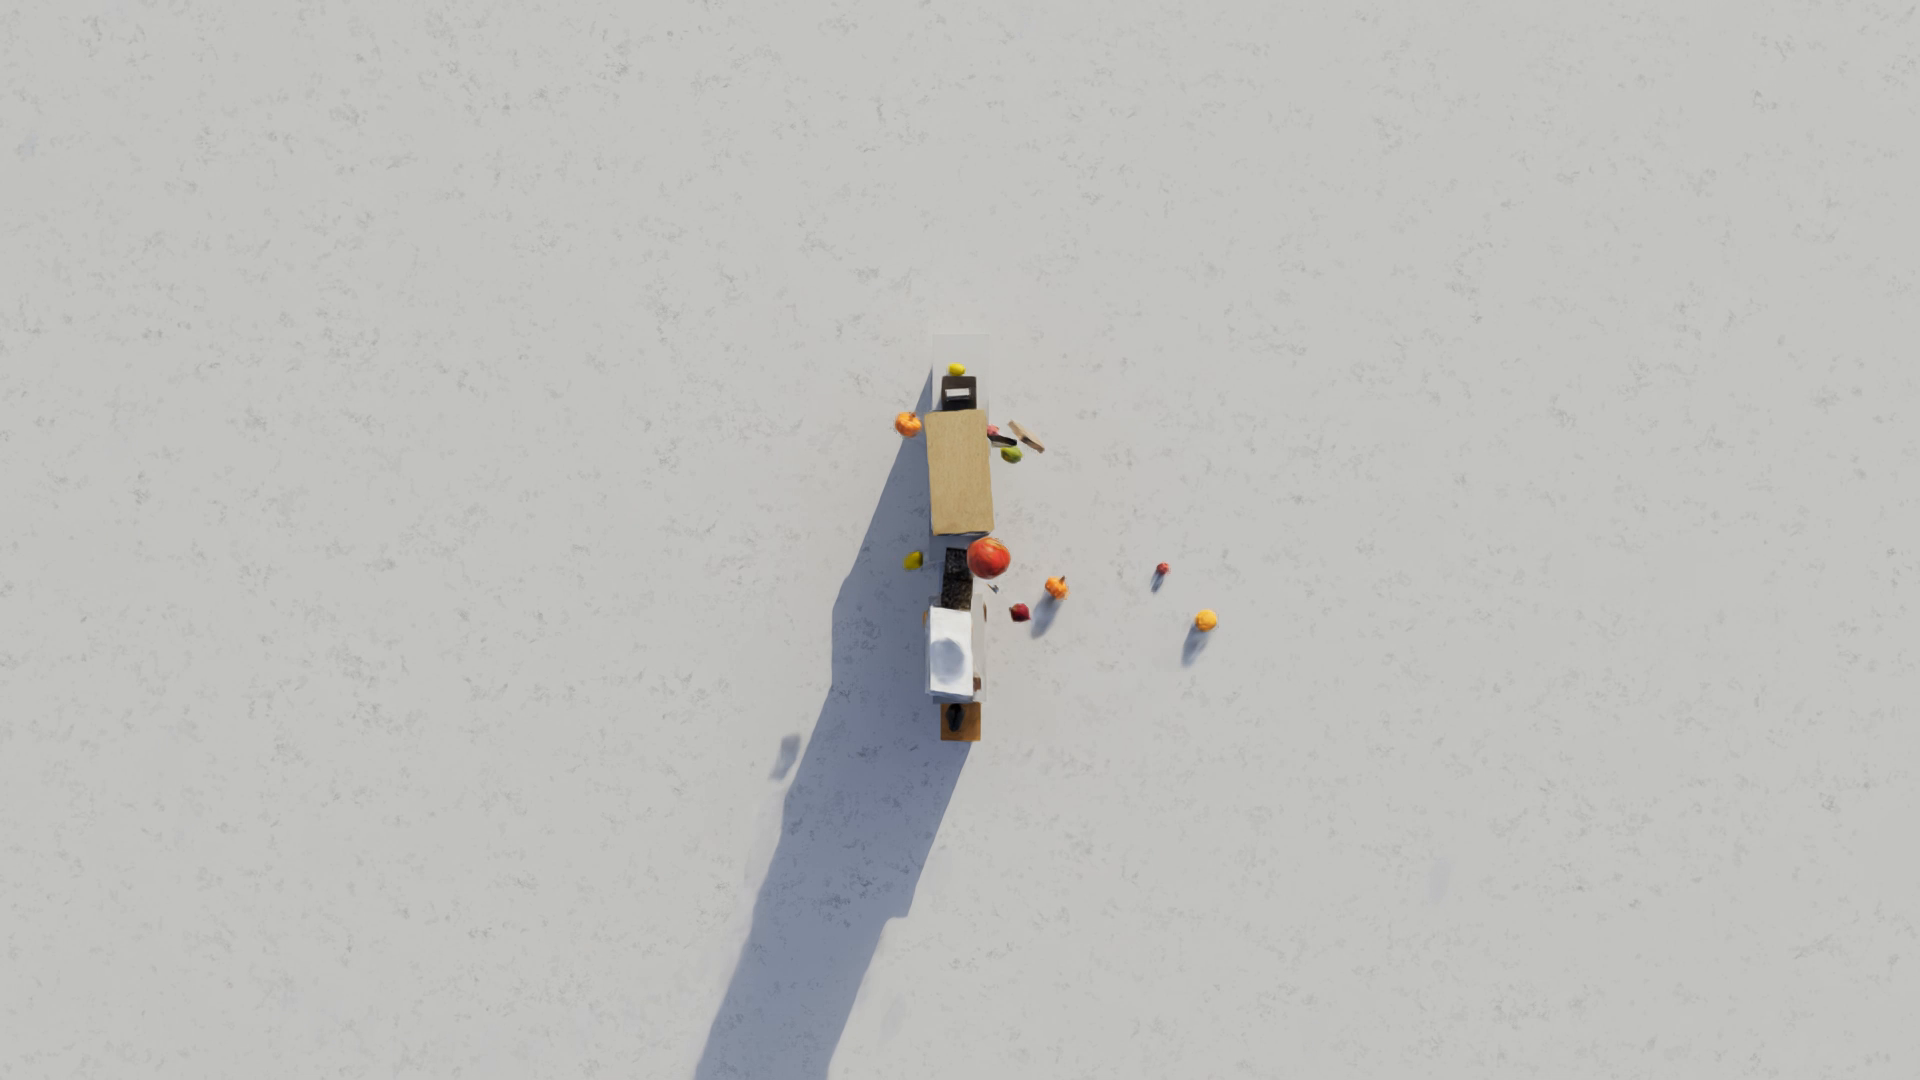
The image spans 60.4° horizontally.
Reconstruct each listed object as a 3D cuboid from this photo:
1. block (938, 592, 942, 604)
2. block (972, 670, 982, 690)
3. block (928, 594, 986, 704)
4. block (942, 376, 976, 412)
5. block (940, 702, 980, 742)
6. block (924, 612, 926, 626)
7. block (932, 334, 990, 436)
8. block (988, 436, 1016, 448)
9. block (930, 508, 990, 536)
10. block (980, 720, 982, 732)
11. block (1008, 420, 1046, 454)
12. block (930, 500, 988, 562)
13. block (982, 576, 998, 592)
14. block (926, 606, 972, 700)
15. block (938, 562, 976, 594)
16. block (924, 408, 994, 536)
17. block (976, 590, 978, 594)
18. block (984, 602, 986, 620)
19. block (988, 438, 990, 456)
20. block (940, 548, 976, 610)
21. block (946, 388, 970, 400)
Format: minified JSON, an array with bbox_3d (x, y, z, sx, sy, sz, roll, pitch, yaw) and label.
[{"bbox_3d":[-0.019,0.166,4.749,0.085,0.196,0.024,-2,90,1],"label":"block"},{"bbox_3d":[-0.002,0.407,4.726,0.122,0.245,0.035,-5,90,0],"label":"block"},{"bbox_3d":[-0.006,0.320,4.871,0.159,0.045,0.318,-2,90,0],"label":"block"},{"bbox_3d":[-0.003,-0.382,4.882,0.101,0.029,0.203,0,90,0],"label":"block"},{"bbox_3d":[0.003,0.508,5.229,0.126,0.036,0.253,1,90,0],"label":"block"},{"bbox_3d":[-0.033,0.237,4.721,0.122,0.245,0.035,2,81,4],"label":"block"},{"bbox_3d":[0.004,-0.460,5.124,0.175,0.050,0.351,0,90,0],"label":"block"},{"bbox_3d":[0.095,-0.288,4.818,0.068,0.136,0.019,10,85,-41],"label":"block"},{"bbox_3d":[0.003,-0.052,4.657,0.165,0.329,0.047,-2,84,0],"label":"block"},{"bbox_3d":[0.004,0.593,5.374,0.126,0.253,0.036,0,90,0],"label":"block"},{"bbox_3d":[0.195,-0.300,4.793,0.019,0.136,0.068,-43,59,14],"label":"block"},{"bbox_3d":[-0.004,-0.107,4.847,0.169,0.048,0.338,0,90,0],"label":"block"},{"bbox_3d":[0.095,0.140,5.174,0.046,0.093,0.013,39,87,13],"label":"block"},{"bbox_3d":[-0.031,0.309,4.506,0.122,0.035,0.245,10,62,-21],"label":"block"},{"bbox_3d":[-0.009,0.099,5.243,0.120,0.034,0.240,0,90,0],"label":"block"},{"bbox_3d":[-0.001,-0.184,4.469,0.165,0.047,0.329,-4,89,0],"label":"block"},{"bbox_3d":[-0.005,0.180,5.380,0.120,0.240,0.034,0,90,0],"label":"block"},{"bbox_3d":[-0.002,0.217,5.060,0.159,0.332,0.045,-1,90,0],"label":"block"},{"bbox_3d":[0.000,-0.247,4.658,0.165,0.329,0.047,-4,89,0],"label":"block"},{"bbox_3d":[-0.004,0.110,4.639,0.085,0.024,0.170,6,89,0],"label":"block"},{"bbox_3d":[-0.004,-0.423,4.799,0.068,0.136,0.019,-4,90,2],"label":"block"}]
